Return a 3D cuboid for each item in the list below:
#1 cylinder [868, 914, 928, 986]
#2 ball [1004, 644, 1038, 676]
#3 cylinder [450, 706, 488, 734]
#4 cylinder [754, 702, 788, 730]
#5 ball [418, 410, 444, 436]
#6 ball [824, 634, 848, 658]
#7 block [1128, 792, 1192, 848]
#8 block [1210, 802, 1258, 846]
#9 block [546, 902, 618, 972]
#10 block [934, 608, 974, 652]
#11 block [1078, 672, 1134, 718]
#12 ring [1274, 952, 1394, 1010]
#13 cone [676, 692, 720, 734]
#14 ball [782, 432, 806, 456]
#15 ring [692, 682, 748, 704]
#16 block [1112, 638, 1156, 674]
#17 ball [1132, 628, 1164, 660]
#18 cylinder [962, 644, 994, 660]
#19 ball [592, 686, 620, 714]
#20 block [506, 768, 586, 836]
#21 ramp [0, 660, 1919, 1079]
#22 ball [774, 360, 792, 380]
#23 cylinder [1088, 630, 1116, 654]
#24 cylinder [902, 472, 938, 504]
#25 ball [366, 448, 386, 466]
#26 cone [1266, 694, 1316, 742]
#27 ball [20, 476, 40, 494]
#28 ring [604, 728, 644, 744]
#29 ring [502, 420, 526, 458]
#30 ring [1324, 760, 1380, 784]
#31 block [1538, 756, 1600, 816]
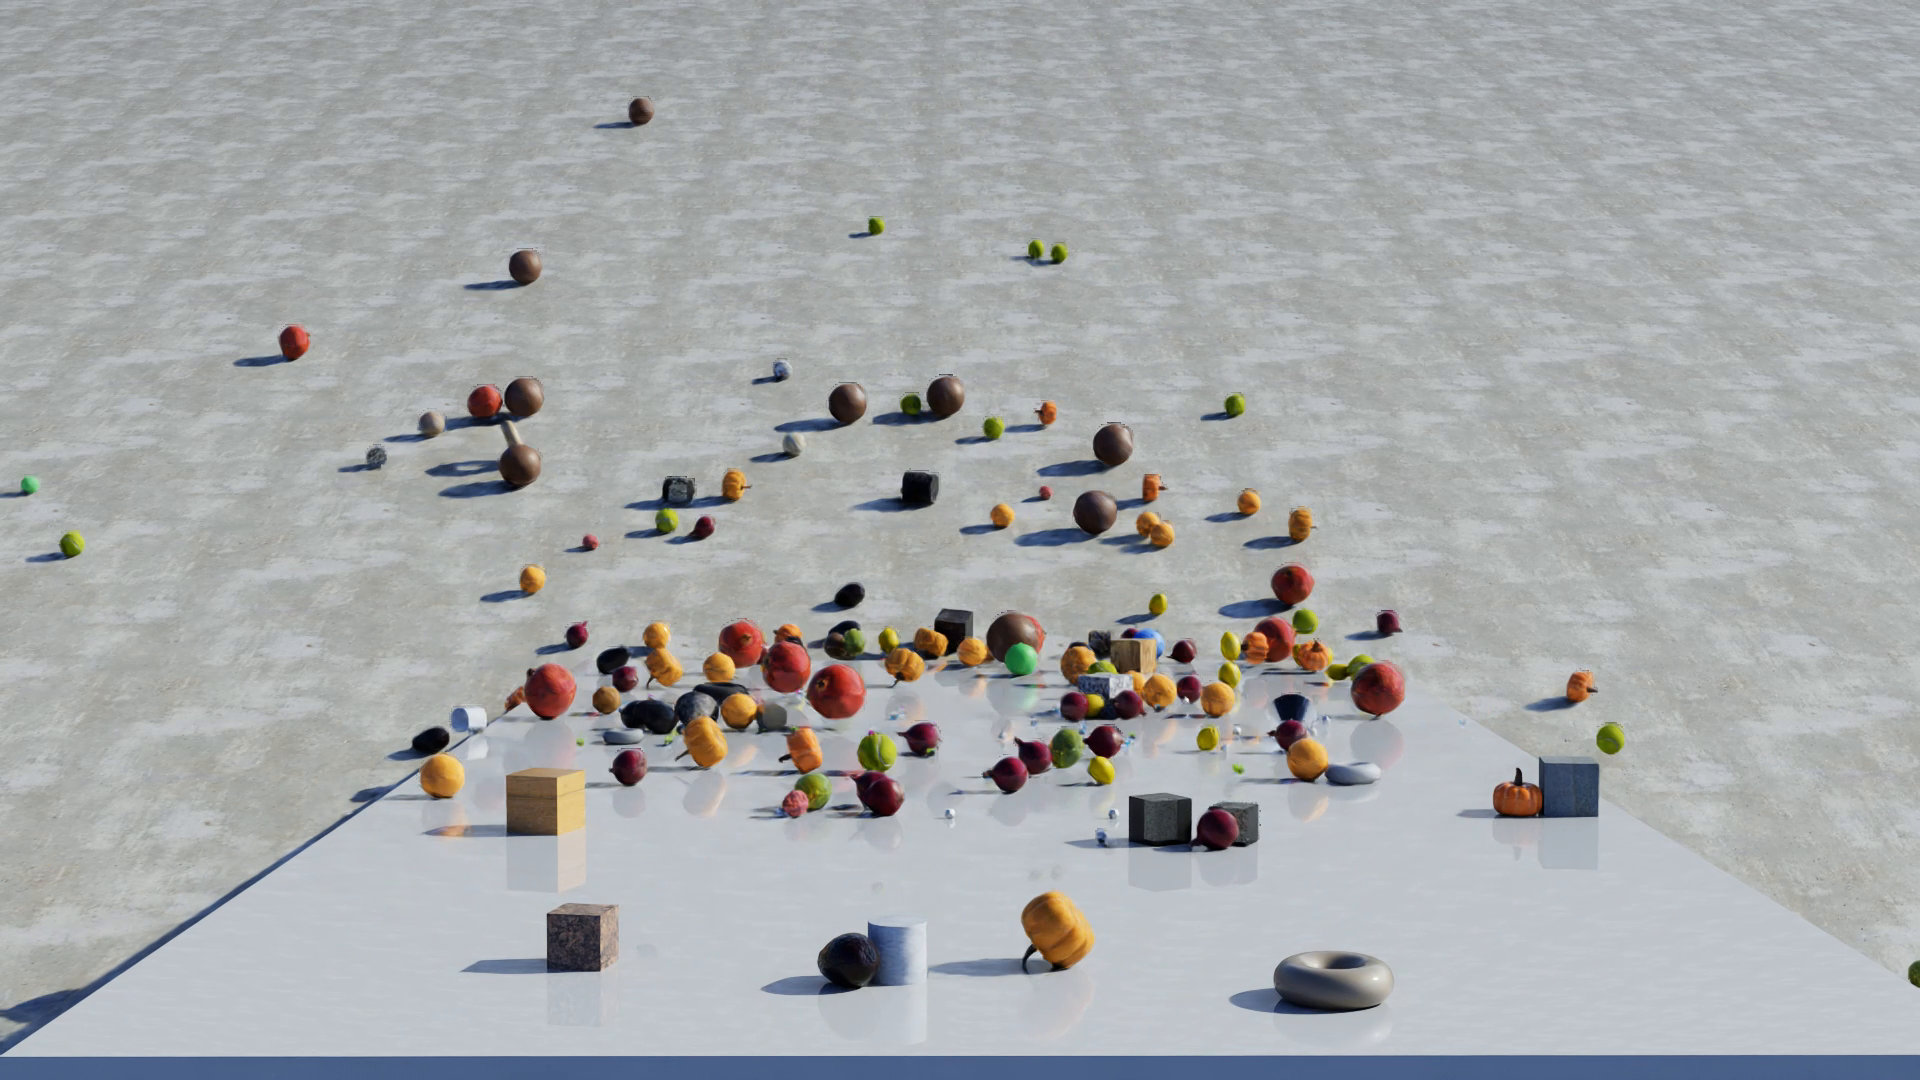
[{"bbox_3d":[-0.070,0.458,2.870,0.066,0.066,0.066,0,3,0],"label":"cylinder"},{"bbox_3d":[0.146,0.285,6.135,0.078,0.078,0.078,0,22,0],"label":"ball"},{"bbox_3d":[-0.962,0.353,5.041,0.050,0.050,0.050,16,8,34],"label":"cylinder"},{"bbox_3d":[-0.376,0.351,5.112,0.052,0.052,0.052,-8,6,-20],"label":"cylinder"},{"bbox_3d":[-1.723,-0.379,8.387,0.083,0.083,0.083,0,22,0],"label":"ball"},{"bbox_3d":[-0.321,0.273,6.641,0.065,0.065,0.065,0,22,0],"label":"ball"},{"bbox_3d":[0.294,0.411,3.781,0.066,0.066,0.066,-2,3,-32],"label":"block"},{"bbox_3d":[0.402,0.417,3.776,0.055,0.055,0.055,1,3,27],"label":"block"},{"bbox_3d":[-0.432,0.455,2.948,0.064,0.064,0.064,1,3,11],"label":"block"},{"bbox_3d":[-0.016,0.240,6.830,0.085,0.085,0.085,5,22,13],"label":"block"},{"bbox_3d":[0.303,0.323,5.354,0.083,0.083,0.083,2,4,40],"label":"block"},{"bbox_3d":[0.403,0.474,2.772,0.130,0.043,0.130,-1,4,0],"label":"ring"},{"bbox_3d":[-0.525,0.359,5.068,0.088,0.088,0.088,1,30,3],"label":"cone"},{"bbox_3d":[-0.530,-0.307,8.214,0.076,0.076,0.076,0,22,0],"label":"ball"},{"bbox_3d":[-0.521,0.333,5.573,0.122,0.041,0.122,1,2,0],"label":"ring"},{"bbox_3d":[0.420,0.280,6.216,0.080,0.080,0.080,2,3,31],"label":"block"},{"bbox_3d":[0.472,0.265,6.464,0.085,0.085,0.085,0,22,0],"label":"ball"},{"bbox_3d":[0.047,0.304,6.680,0.070,0.070,0.070,3,21,-10],"label":"cylinder"},{"bbox_3d":[-0.738,0.334,5.372,0.059,0.059,0.059,0,22,0],"label":"ball"},{"bbox_3d":[-0.627,0.395,3.895,0.087,0.087,0.087,1,3,20],"label":"block"},{"bbox_3d":[0.050,0.456,4.533,2.000,0.100,4.000,0,3,0],"label":"ramp"},{"bbox_3d":[-0.617,-0.592,8.946,0.065,0.065,0.065,0,22,0],"label":"ball"},{"bbox_3d":[0.373,0.269,6.778,0.059,0.059,0.059,7,23,15],"label":"cylinder"},{"bbox_3d":[-0.121,-0.160,7.824,0.090,0.090,0.090,7,23,15],"label":"cylinder"},{"bbox_3d":[-1.844,-0.262,8.121,0.062,0.062,0.062,0,22,0],"label":"ball"},{"bbox_3d":[0.638,0.363,4.945,0.096,0.096,0.096,2,30,5],"label":"cone"},{"bbox_3d":[-2.858,-0.170,7.900,0.054,0.054,0.054,0,22,0],"label":"ball"},{"bbox_3d":[-0.643,0.375,4.912,0.077,0.026,0.077,-1,3,0],"label":"ring"},{"bbox_3d":[-1.413,-0.317,8.133,0.044,0.131,0.131,-23,27,-10],"label":"ring"},{"bbox_3d":[0.671,0.397,4.396,0.095,0.032,0.095,-1,3,0],"label":"ring"},{"bbox_3d":[0.960,0.388,4.055,0.083,0.083,0.083,0,3,7],"label":"block"}]
